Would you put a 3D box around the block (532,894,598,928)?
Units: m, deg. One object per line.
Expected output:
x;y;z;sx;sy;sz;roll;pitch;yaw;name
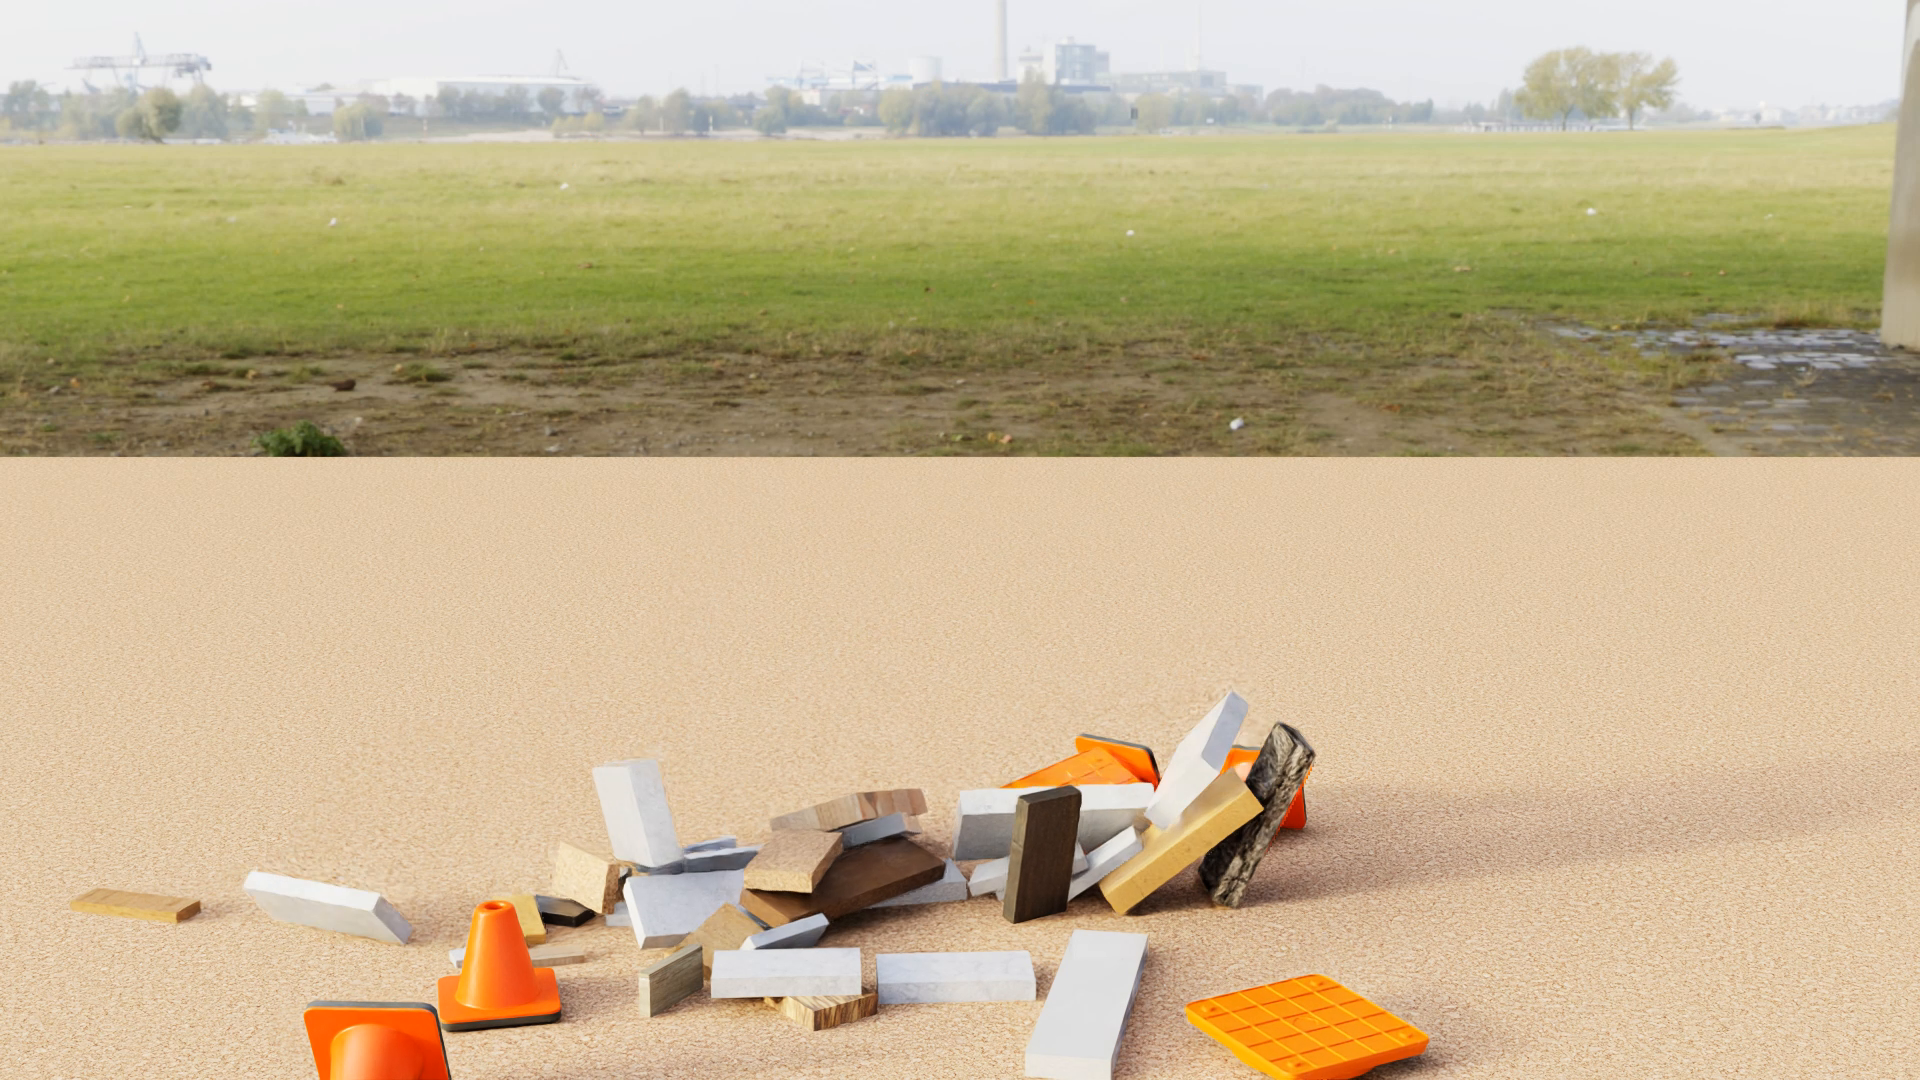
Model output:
-0.662;0.600;3.563;0.131;0.019;0.066;4;11;22;block

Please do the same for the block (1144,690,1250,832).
0.398;0.365;3.674;0.041;0.145;0.291;41;25;1;block

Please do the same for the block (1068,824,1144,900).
0.231;0.537;3.652;0.157;0.022;0.079;-35;10;6;block

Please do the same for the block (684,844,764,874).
-0.376;0.553;3.634;0.163;0.081;0.023;-3;11;-27;block

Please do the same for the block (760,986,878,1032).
-0.226;0.658;3.219;0.107;0.030;0.214;-8;13;-35;block

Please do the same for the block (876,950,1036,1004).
-0.008;0.649;3.264;0.230;0.033;0.115;-1;11;-3;block

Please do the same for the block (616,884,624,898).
-0.541;0.583;3.670;0.101;0.014;0.050;1;11;5;block

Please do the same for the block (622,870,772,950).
-0.400;0.576;3.440;0.230;0.033;0.115;0;43;-27;block

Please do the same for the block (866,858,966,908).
-0.114;0.574;3.665;0.230;0.033;0.115;-3;11;-14;block

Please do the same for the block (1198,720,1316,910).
0.489;0.453;3.641;0.041;0.291;0.145;25;8;-7;block

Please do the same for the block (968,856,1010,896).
0.097;0.545;3.647;0.157;0.022;0.079;-18;11;16;block

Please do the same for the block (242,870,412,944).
-0.995;0.578;3.461;0.257;0.107;0.030;5;54;25;block

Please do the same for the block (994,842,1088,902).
0.133;0.552;3.666;0.158;0.022;0.079;-20;11;2;block

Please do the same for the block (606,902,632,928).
-0.464;0.602;3.552;0.208;0.019;0.066;-1;11;-4;block

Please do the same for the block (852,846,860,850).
-0.204;0.555;3.591;0.075;0.021;0.233;16;19;29;block

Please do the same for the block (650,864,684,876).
-0.470;0.553;3.688;0.101;0.014;0.050;-11;-9;-9;block

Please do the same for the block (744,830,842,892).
-0.264;0.509;3.501;0.108;0.030;0.215;2;10;9;block

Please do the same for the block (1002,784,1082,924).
0.132;0.505;3.533;0.108;0.215;0.030;-7;24;-34;block

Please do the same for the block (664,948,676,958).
-0.407;0.642;3.351;0.047;0.013;0.094;-8;13;-36;block

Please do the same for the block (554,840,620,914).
-0.607;0.547;3.571;0.023;0.081;0.163;7;2;-38;block

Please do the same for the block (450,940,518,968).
-0.733;0.637;3.379;0.094;0.013;0.047;-5;12;-25;block

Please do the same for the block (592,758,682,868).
-0.537;0.446;3.620;0.046;0.162;0.467;-15;-2;-17;block

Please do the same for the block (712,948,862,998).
-0.252;0.630;3.204;0.214;0.030;0.107;-1;11;-3;block

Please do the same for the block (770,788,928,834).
-0.186;0.474;3.771;0.162;0.046;0.323;-19;-10;16;block

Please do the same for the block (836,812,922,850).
-0.137;0.501;3.771;0.115;0.033;0.230;-17;-10;3;block

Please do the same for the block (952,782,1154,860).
0.156;0.474;3.697;0.323;0.162;0.046;-1;55;-7;block

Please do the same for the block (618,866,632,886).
-0.601;0.570;3.672;0.101;0.014;0.050;-13;9;5;block

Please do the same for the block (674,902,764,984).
-0.365;0.611;3.346;0.075;0.021;0.149;36;27;10;block

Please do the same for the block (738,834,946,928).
-0.184;0.550;3.528;0.108;0.030;0.367;27;24;35;block

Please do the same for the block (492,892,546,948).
-0.700;0.602;3.485;0.064;0.018;0.129;-3;22;-20;block

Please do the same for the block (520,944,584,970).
-0.626;0.639;3.371;0.094;0.013;0.047;-3;11;-16;block

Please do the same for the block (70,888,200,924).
-1.344;0.596;3.586;0.200;0.018;0.064;3;11;16;block

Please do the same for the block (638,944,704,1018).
-0.421;0.642;3.208;0.019;0.066;0.131;6;12;28;block

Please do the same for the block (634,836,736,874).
-0.461;0.528;3.693;0.163;0.023;0.081;-11;-3;-15;block

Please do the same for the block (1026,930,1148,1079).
0.189;0.665;3.176;0.115;0.033;0.476;2;11;11;block

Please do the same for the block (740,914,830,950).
-0.274;0.614;3.335;0.149;0.075;0.021;-9;52;-45;block

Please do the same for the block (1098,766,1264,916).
0.357;0.493;3.616;0.291;0.041;0.145;-37;10;2;block

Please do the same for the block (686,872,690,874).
-0.343;0.574;3.575;0.230;0.033;0.115;2;12;-28;block
